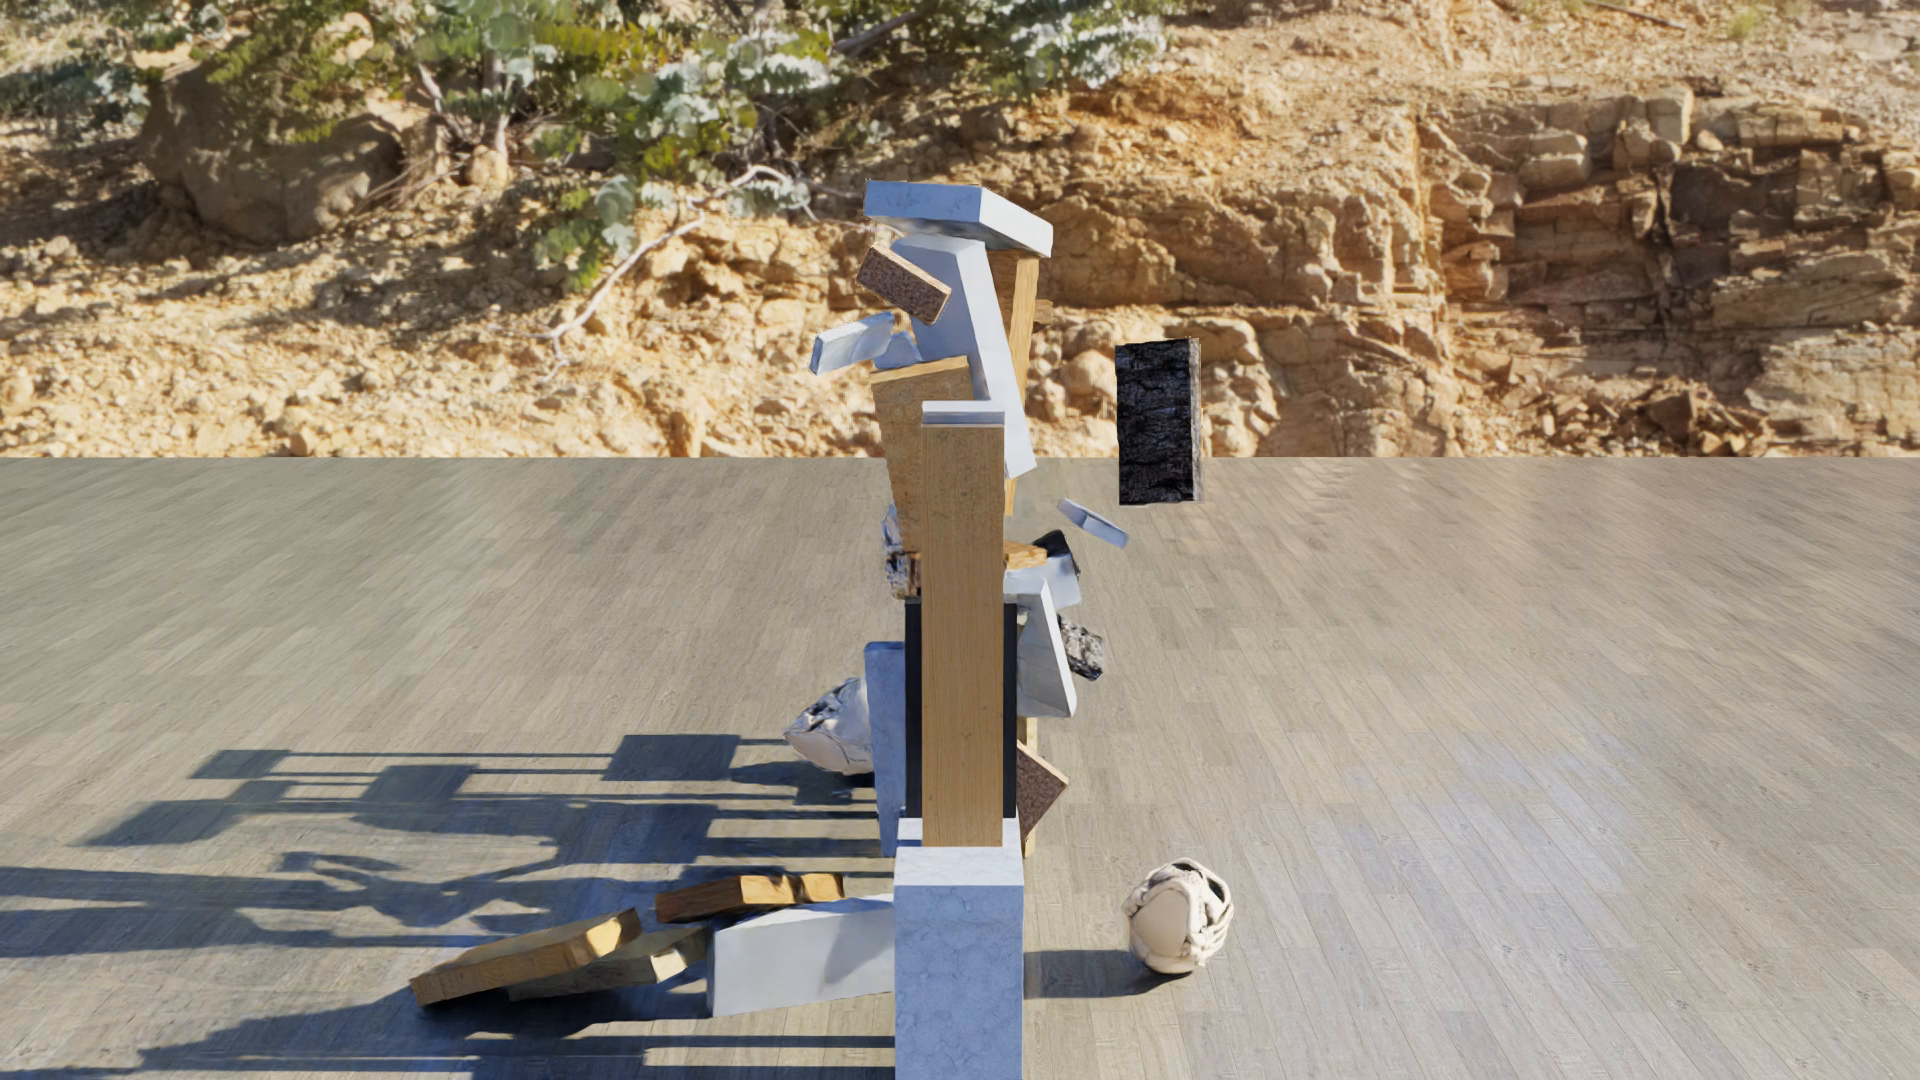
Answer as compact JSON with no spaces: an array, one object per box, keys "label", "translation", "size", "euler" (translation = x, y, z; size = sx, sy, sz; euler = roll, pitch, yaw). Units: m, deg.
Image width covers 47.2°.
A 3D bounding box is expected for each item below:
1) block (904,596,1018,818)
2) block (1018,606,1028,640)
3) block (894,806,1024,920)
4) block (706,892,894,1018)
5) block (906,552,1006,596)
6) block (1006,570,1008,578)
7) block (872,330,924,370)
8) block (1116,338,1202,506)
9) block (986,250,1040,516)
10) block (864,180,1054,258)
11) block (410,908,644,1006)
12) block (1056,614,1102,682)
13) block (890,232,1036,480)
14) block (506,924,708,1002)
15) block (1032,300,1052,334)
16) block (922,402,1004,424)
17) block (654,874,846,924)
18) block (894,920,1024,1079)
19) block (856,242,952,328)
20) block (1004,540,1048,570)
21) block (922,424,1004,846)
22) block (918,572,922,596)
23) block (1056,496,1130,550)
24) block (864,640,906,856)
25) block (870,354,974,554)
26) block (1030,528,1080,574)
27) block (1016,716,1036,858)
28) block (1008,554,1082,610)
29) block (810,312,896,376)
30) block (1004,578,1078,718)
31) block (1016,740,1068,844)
[{"label":"block","translation":[0.001,0.220,2.892],"size":[0.145,0.291,0.041],"euler":[0,11,0]},{"label":"block","translation":[0.007,0.164,3.041],"size":[0.115,0.230,0.033],"euler":[19,44,-1]},{"label":"block","translation":[-0.002,0.408,2.802],"size":[0.158,0.045,0.315],"euler":[0,11,0]},{"label":"block","translation":[-0.224,0.602,3.197],"size":[0.285,0.143,0.040],"euler":[-4,22,-21]},{"label":"block","translation":[-0.012,0.182,3.361],"size":[0.145,0.324,0.041],"euler":[1,13,-7]},{"label":"block","translation":[0.023,0.166,3.620],"size":[0.091,0.306,0.026],"euler":[-1,15,-17]},{"label":"block","translation":[-0.079,-0.244,3.262],"size":[0.065,0.130,0.018],"euler":[-18,28,23]},{"label":"block","translation":[0.350,-0.206,3.873],"size":[0.141,0.283,0.040],"euler":[-3,-3,29]},{"label":"block","translation":[0.022,-0.255,3.525],"size":[0.180,0.415,0.051],"euler":[7,1,43]},{"label":"block","translation":[0.004,-0.489,3.365],"size":[0.180,0.051,0.359],"euler":[6,1,19]},{"label":"block","translation":[-0.625,0.600,3.165],"size":[0.325,0.041,0.145],"euler":[-18,0,32]},{"label":"block","translation":[0.144,0.150,3.445],"size":[0.173,0.024,0.086],"euler":[28,32,-15]},{"label":"block","translation":[0.006,-0.280,3.325],"size":[0.051,0.359,0.180],"euler":[-26,25,-27]},{"label":"block","translation":[-0.509,0.615,3.198],"size":[0.285,0.040,0.143],"euler":[-14,2,32]},{"label":"block","translation":[0.050,-0.381,3.874],"size":[0.141,0.040,0.283],"euler":[4,-6,-16]},{"label":"block","translation":[0.004,-0.077,2.783],"size":[0.102,0.203,0.029],"euler":[1,29,0]},{"label":"block","translation":[-0.303,0.524,3.213],"size":[0.145,0.041,0.290],"euler":[-16,-14,24]},{"label":"block","translation":[-0.001,0.604,2.732],"size":[0.157,0.315,0.045],"euler":[0,11,0]},{"label":"block","translation":[-0.081,-0.368,3.168],"size":[0.130,0.065,0.018],"euler":[33,41,4]},{"label":"block","translation":[0.042,0.016,3.516],"size":[0.091,0.026,0.182],"euler":[-7,14,-45]},{"label":"block","translation":[0.003,0.123,2.750],"size":[0.102,0.535,0.029],"euler":[0,10,0]},{"label":"block","translation":[-0.007,0.131,2.962],"size":[0.102,0.203,0.029],"euler":[4,43,2]},{"label":"block","translation":[0.236,-0.032,3.926],"size":[0.087,0.025,0.174],"euler":[26,6,-16]},{"label":"block","translation":[-0.043,0.280,2.963],"size":[0.145,0.291,0.041],"euler":[-3,14,8]},{"label":"block","translation":[-0.037,-0.125,3.285],"size":[0.145,0.290,0.041],"euler":[-10,28,1]},{"label":"block","translation":[0.121,0.058,3.960],"size":[0.174,0.087,0.025],"euler":[-27,13,-11]},{"label":"block","translation":[0.045,0.377,3.868],"size":[0.172,0.345,0.049],"euler":[4,10,21]},{"label":"block","translation":[0.118,0.088,3.851],"size":[0.174,0.087,0.025],"euler":[-15,9,-10]},{"label":"block","translation":[-0.155,-0.283,3.167],"size":[0.130,0.065,0.018],"euler":[-22,56,-35]},{"label":"block","translation":[0.083,0.151,3.052],"size":[0.115,0.230,0.033],"euler":[0,40,20]},{"label":"block","translation":[0.040,0.401,3.168],"size":[0.115,0.230,0.033],"euler":[37,11,-1]}]
